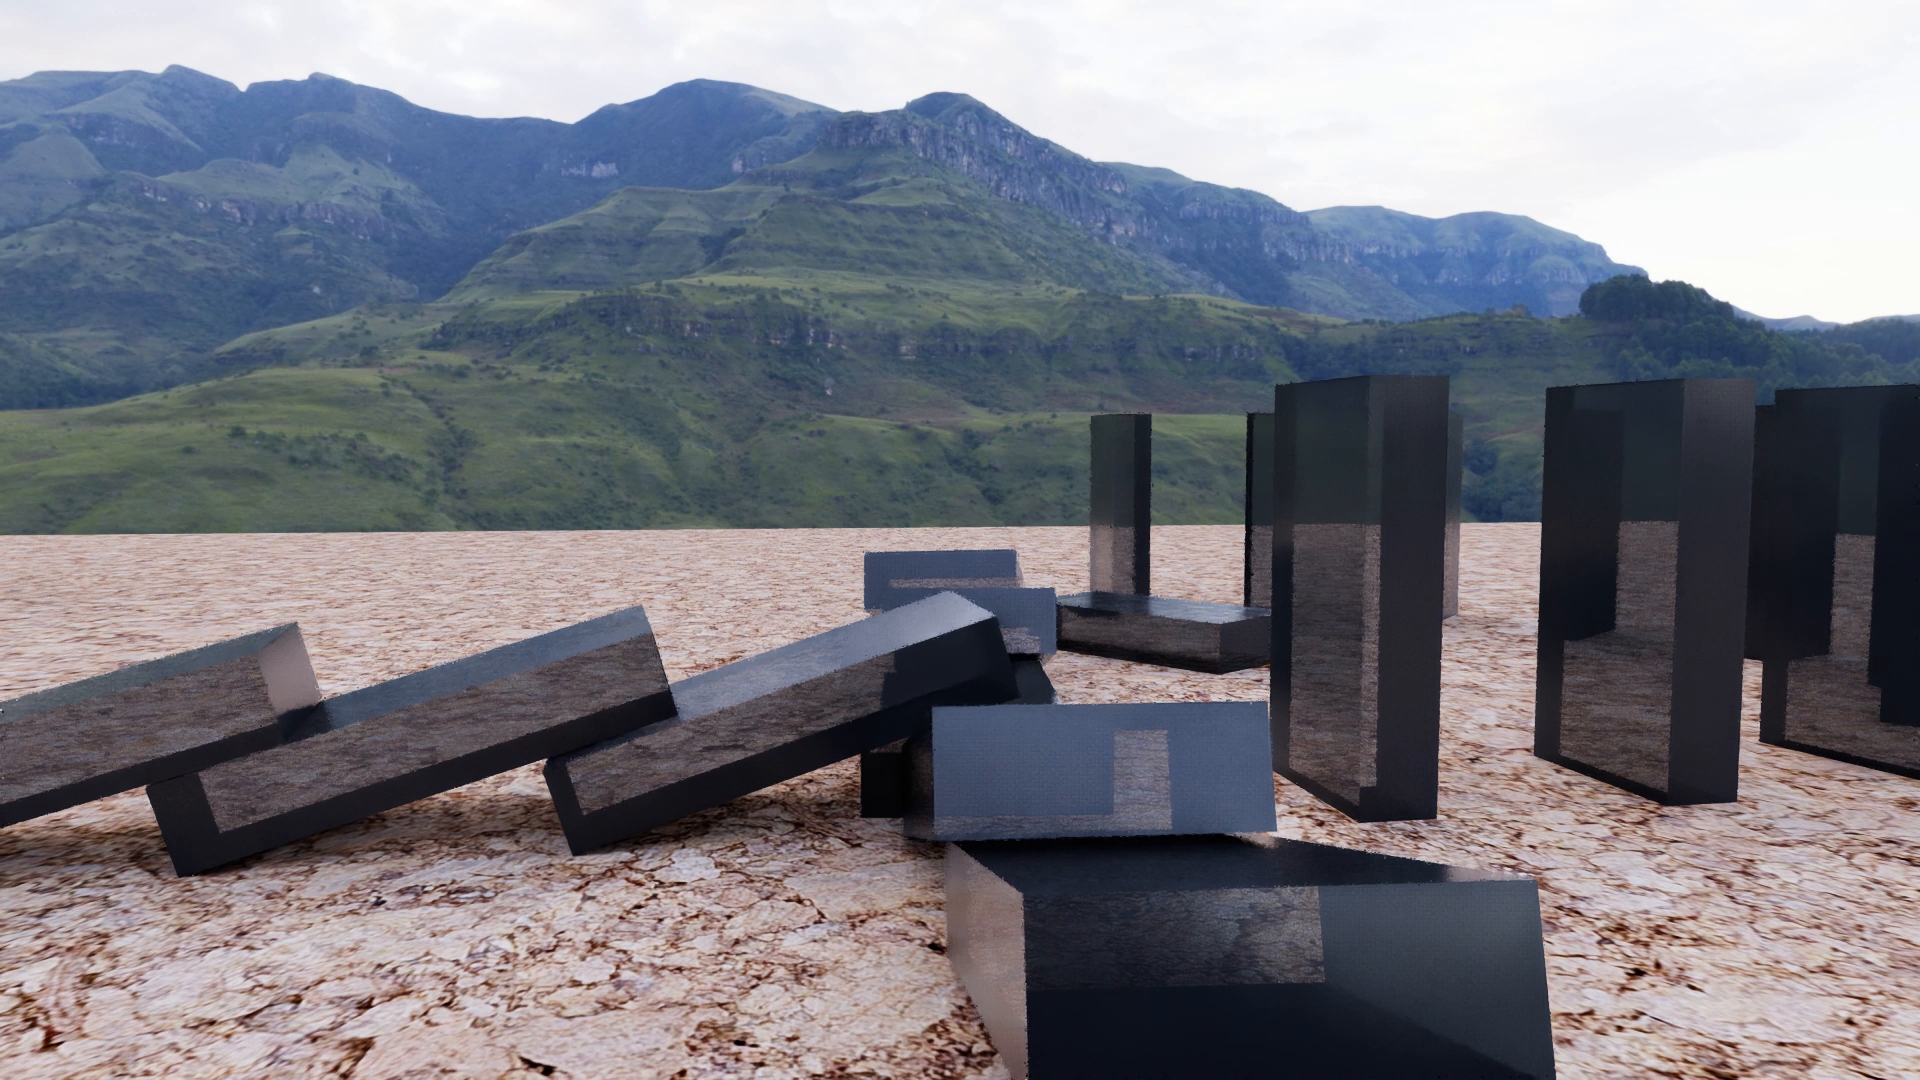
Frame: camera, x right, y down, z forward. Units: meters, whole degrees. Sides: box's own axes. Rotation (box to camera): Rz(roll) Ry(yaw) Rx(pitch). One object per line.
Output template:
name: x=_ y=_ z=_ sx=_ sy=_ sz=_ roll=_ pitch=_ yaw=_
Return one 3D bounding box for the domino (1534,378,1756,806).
domino: x=0.085 y=0.005 z=0.162 sx=0.010 sy=0.050 sz=0.025 roll=-1 pitch=4 yaw=-11

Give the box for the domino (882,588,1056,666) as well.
domino: x=0.001 y=0.016 z=0.209 sx=0.025 sy=0.009 sz=0.050 roll=0 pitch=-10 yaw=-1

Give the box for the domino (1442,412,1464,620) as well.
domino: x=0.114 y=-0.006 z=0.312 sx=0.009 sy=0.050 sz=0.025 roll=3 pitch=5 yaw=34

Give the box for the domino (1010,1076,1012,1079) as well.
domino: x=0.017 y=0.028 z=0.046 sx=0.025 sy=0.010 sz=0.050 roll=0 pitch=-10 yaw=-5

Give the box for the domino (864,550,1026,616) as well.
domino: x=-0.001 y=0.011 z=0.234 sx=0.025 sy=0.009 sz=0.050 roll=-1 pitch=-10 yaw=5

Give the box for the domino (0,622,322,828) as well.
domino: x=-0.096 y=0.022 z=0.132 sx=0.050 sy=0.010 sz=0.025 roll=-17 pitch=9 yaw=-17

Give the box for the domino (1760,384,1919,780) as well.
domino: x=0.123 y=0.005 z=0.171 sx=0.009 sy=0.050 sz=0.025 roll=-1 pitch=5 yaw=-19

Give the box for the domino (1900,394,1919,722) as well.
domino: x=0.157 y=0.003 z=0.189 sx=0.010 sy=0.050 sz=0.025 roll=-3 pitch=5 yaw=-38

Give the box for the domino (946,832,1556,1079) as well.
domino: x=0.013 y=0.025 z=0.085 sx=0.025 sy=0.009 sz=0.050 roll=0 pitch=-10 yaw=-5

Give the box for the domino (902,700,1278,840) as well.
domino: x=0.008 y=0.022 z=0.118 sx=0.025 sy=0.010 sz=0.050 roll=0 pitch=-12 yaw=-5

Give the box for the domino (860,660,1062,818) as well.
domino: x=0.000 y=0.025 z=0.171 sx=0.025 sy=0.010 sz=0.050 roll=0 pitch=4 yaw=-2

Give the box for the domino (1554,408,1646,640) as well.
domino: x=0.144 y=-0.004 z=0.288 sx=0.009 sy=0.050 sz=0.025 roll=4 pitch=6 yaw=44

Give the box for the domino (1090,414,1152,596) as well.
domino: x=0.042 y=-0.008 z=0.335 sx=0.009 sy=0.050 sz=0.025 roll=-1 pitch=4 yaw=-8

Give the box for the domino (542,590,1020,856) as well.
domino: x=-0.021 y=0.020 z=0.149 sx=0.050 sy=0.010 sz=0.025 roll=-18 pitch=8 yaw=-11

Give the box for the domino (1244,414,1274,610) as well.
domino: x=0.080 y=-0.007 z=0.329 sx=0.010 sy=0.050 sz=0.025 roll=1 pitch=5 yaw=19

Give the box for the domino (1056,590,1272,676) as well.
domino: x=0.039 y=0.018 z=0.263 sx=0.025 sy=0.009 sz=0.050 roll=-4 pitch=6 yaw=-44

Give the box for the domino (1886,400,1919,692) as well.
domino: x=0.177 y=0.001 z=0.221 sx=0.025 sy=0.050 sz=0.009 roll=0 pitch=4 yaw=5

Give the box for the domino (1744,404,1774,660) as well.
domino: x=0.167 y=-0.002 z=0.258 sx=0.025 sy=0.050 sz=0.009 roll=-2 pitch=5 yaw=-28

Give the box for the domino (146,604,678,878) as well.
domino: x=-0.058 y=0.021 z=0.143 sx=0.050 sy=0.009 sz=0.025 roll=-17 pitch=9 yaw=-15

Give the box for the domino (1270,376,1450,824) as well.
domino: x=0.047 y=0.006 z=0.155 sx=0.010 sy=0.050 sz=0.025 roll=-1 pitch=4 yaw=-10
